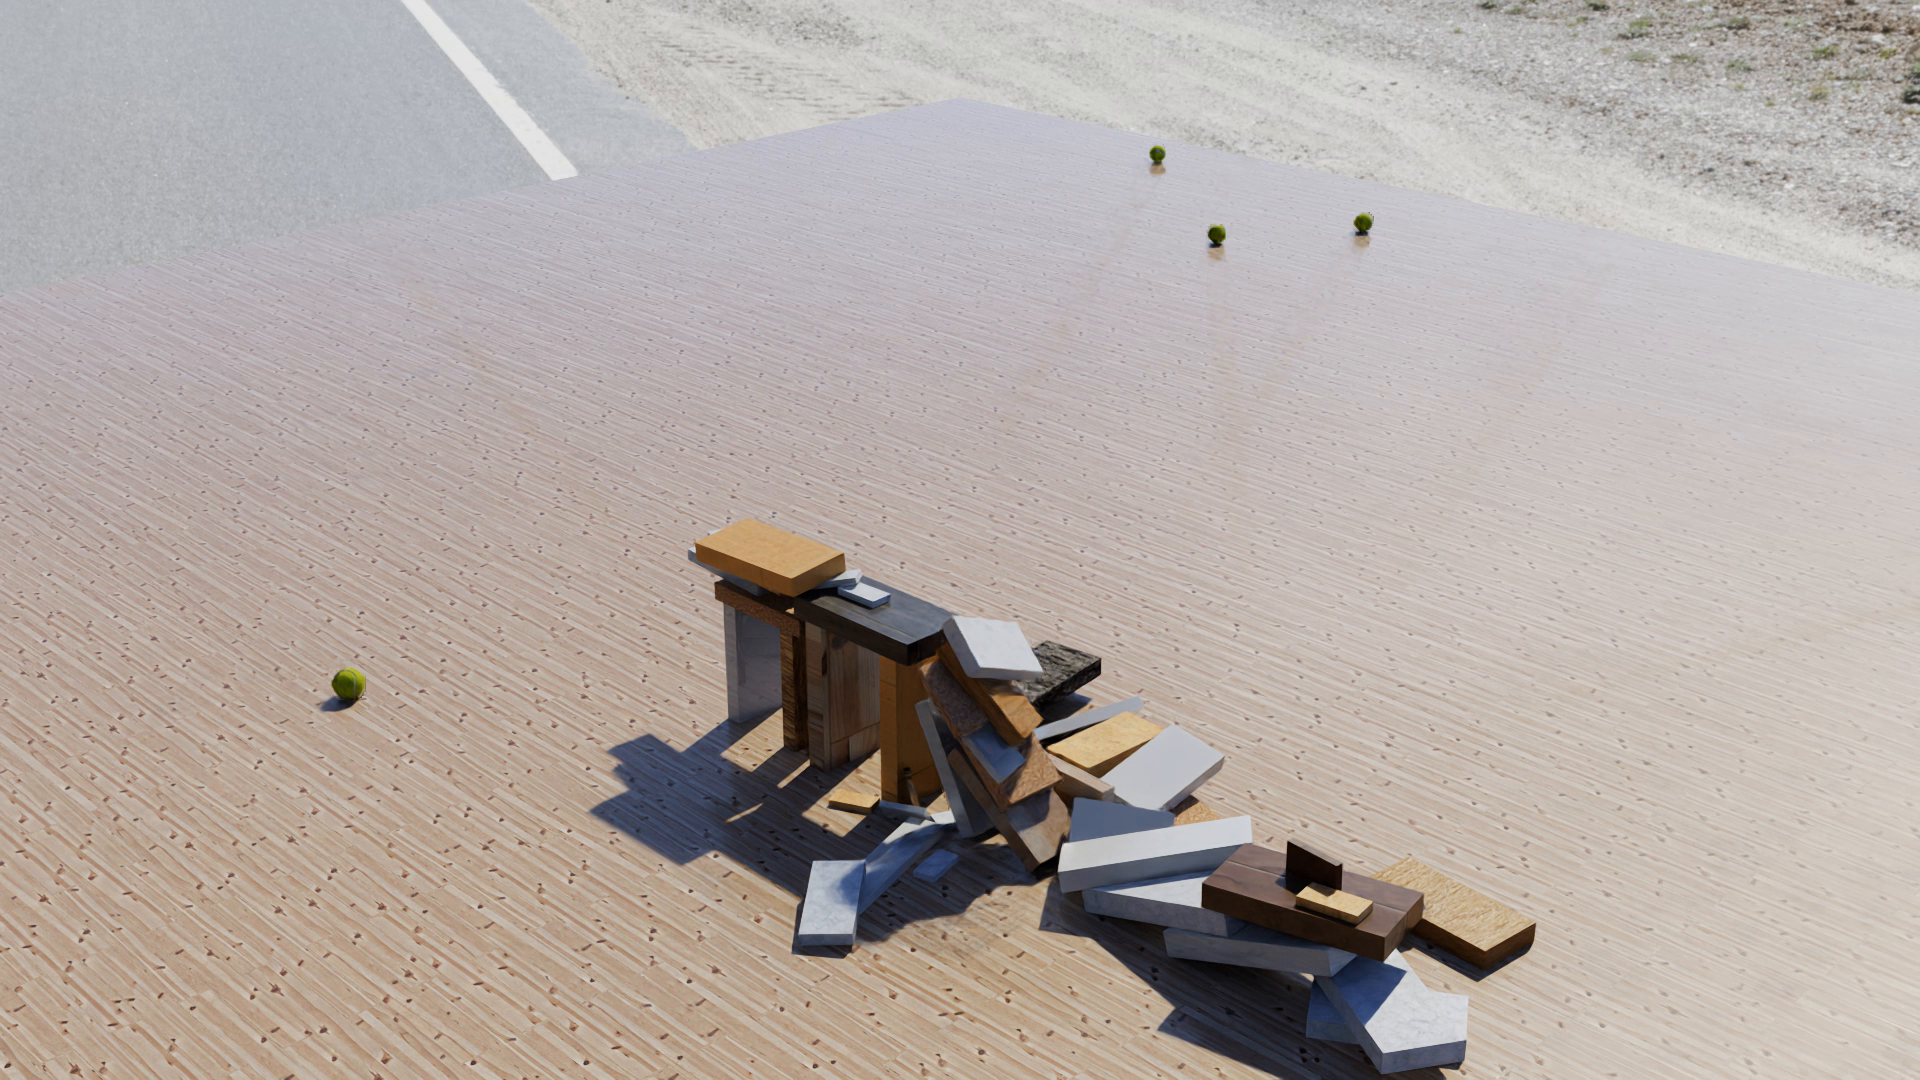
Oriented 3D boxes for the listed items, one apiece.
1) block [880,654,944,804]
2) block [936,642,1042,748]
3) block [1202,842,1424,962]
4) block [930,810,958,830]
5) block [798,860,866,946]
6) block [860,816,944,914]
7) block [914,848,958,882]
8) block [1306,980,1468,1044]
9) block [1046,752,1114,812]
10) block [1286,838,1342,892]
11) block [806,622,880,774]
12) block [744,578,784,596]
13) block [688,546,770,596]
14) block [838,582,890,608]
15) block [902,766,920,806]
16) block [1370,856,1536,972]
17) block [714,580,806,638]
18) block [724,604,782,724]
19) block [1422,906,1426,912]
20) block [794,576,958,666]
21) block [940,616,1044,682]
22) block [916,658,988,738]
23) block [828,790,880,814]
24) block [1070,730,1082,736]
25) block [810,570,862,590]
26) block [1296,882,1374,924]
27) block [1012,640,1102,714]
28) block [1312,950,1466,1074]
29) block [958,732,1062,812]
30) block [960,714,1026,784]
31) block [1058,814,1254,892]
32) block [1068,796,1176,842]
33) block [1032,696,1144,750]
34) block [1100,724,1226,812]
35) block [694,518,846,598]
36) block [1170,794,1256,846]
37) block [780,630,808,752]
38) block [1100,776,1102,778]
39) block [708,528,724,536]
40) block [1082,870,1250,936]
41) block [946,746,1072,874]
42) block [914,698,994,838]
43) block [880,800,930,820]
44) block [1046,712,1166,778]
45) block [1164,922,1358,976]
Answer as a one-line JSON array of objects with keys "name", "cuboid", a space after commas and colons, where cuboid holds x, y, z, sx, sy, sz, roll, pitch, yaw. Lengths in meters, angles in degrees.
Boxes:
[{"name": "block", "cuboid": [-0.085, 0.365, 4.470, 0.048, 0.337, 0.168, 21, 31, 40]}, {"name": "block", "cuboid": [0.058, 0.284, 4.280, 0.034, 0.238, 0.119, -39, -2, 25]}, {"name": "block", "cuboid": [0.614, 0.629, 3.841, 0.343, 0.049, 0.171, 12, 25, 31]}, {"name": "block", "cuboid": [-0.006, 0.560, 4.423, 0.096, 0.014, 0.048, -9, 25, -20]}, {"name": "block", "cuboid": [-0.236, 0.673, 4.084, 0.099, 0.028, 0.199, -2, 33, 7]}, {"name": "block", "cuboid": [-0.150, 0.632, 4.243, 0.075, 0.021, 0.364, 12, 26, 25]}, {"name": "block", "cuboid": [-0.046, 0.630, 4.258, 0.047, 0.013, 0.094, 13, 26, 28]}, {"name": "block", "cuboid": [0.735, 0.819, 3.782, 0.265, 0.038, 0.133, 5, 24, 12]}, {"name": "block", "cuboid": [0.211, 0.509, 4.409, 0.034, 0.119, 0.238, -19, 30, -38]}, {"name": "block", "cuboid": [0.619, 0.570, 3.845, 0.017, 0.058, 0.117, -16, 26, -35]}, {"name": "block", "cuboid": [-0.241, 0.304, 4.613, 0.048, 0.337, 0.168, 21, 31, 41]}, {"name": "block", "cuboid": [-0.406, 0.065, 4.690, 0.095, 0.027, 0.191, -20, 30, -39]}, {"name": "block", "cuboid": [-0.478, 0.057, 4.778, 0.095, 0.027, 0.258, -19, 29, -37]}, {"name": "block", "cuboid": [-0.196, 0.111, 4.498, 0.102, 0.014, 0.051, 19, 30, 38]}, {"name": "block", "cuboid": [-0.096, 0.510, 4.438, 0.013, 0.094, 0.047, -15, 25, -4]}, {"name": "block", "cuboid": [0.899, 0.690, 4.080, 0.148, 0.042, 0.297, -18, 29, -36]}, {"name": "block", "cuboid": [-0.382, 0.129, 4.695, 0.139, 0.039, 0.278, -21, 31, -41]}, {"name": "block", "cuboid": [-0.447, 0.249, 4.817, 0.139, 0.278, 0.039, -21, 31, -41]}, {"name": "block", "cuboid": [0.793, 0.698, 4.031, 0.117, 0.017, 0.058, -42, 41, -22]}, {"name": "block", "cuboid": [-0.163, 0.157, 4.467, 0.337, 0.048, 0.168, 21, 31, 40]}, {"name": "block", "cuboid": [0.064, 0.213, 4.305, 0.238, 0.034, 0.119, 9, 47, -57]}, {"name": "block", "cuboid": [-0.016, 0.301, 4.233, 0.075, 0.021, 0.150, -21, 72, -40]}, {"name": "block", "cuboid": [-0.215, 0.533, 4.487, 0.094, 0.013, 0.047, 8, 24, 19]}, {"name": "block", "cuboid": [0.342, 0.452, 4.565, 0.119, 0.034, 0.238, -12, 26, -27]}, {"name": "block", "cuboid": [-0.258, 0.082, 4.541, 0.102, 0.014, 0.051, -7, 18, 13]}, {"name": "block", "cuboid": [0.642, 0.622, 3.768, 0.117, 0.017, 0.058, 14, 26, 34]}, {"name": "block", "cuboid": [0.136, 0.327, 4.826, 0.150, 0.042, 0.401, 17, 28, 34]}, {"name": "block", "cuboid": [0.726, 0.793, 3.742, 0.148, 0.042, 0.297, -6, 24, -13]}, {"name": "block", "cuboid": [0.067, 0.379, 4.311, 0.142, 0.040, 0.283, -21, 74, -41]}, {"name": "block", "cuboid": [0.053, 0.390, 4.252, 0.150, 0.021, 0.075, 51, 47, 5]}, {"name": "block", "cuboid": [0.371, 0.591, 4.144, 0.365, 0.042, 0.149, -10, 12, 8]}, {"name": "block", "cuboid": [0.313, 0.566, 4.272, 0.199, 0.028, 0.099, 10, 67, -1]}, {"name": "block", "cuboid": [0.196, 0.415, 4.642, 0.434, 0.099, 0.028, -14, 66, -34]}, {"name": "block", "cuboid": [0.403, 0.475, 4.434, 0.133, 0.038, 0.266, 31, 41, 28]}, {"name": "block", "cuboid": [-0.398, 0.034, 4.597, 0.300, 0.042, 0.150, 19, 33, 40]}, {"name": "block", "cuboid": [0.521, 0.625, 4.238, 0.133, 0.038, 0.471, -12, 26, -26]}, {"name": "block", "cuboid": [-0.315, 0.301, 4.696, 0.039, 0.278, 0.139, 22, 31, 41]}, {"name": "block", "cuboid": [0.355, 0.480, 4.586, 0.239, 0.034, 0.119, 8, 24, 18]}, {"name": "block", "cuboid": [-0.462, 0.018, 4.733, 0.095, 0.027, 0.191, -12, 26, -27]}, {"name": "block", "cuboid": [0.408, 0.650, 4.047, 0.171, 0.049, 0.343, -22, 15, -41]}, {"name": "block", "cuboid": [0.113, 0.505, 4.316, 0.142, 0.040, 0.283, -22, 67, -41]}, {"name": "block", "cuboid": [0.019, 0.436, 4.389, 0.142, 0.283, 0.040, -22, 3, -41]}, {"name": "block", "cuboid": [-0.111, 0.546, 4.413, 0.096, 0.048, 0.014, 8, 60, 17]}, {"name": "block", "cuboid": [0.305, 0.426, 4.541, 0.238, 0.034, 0.119, -20, 30, -39]}, {"name": "block", "cuboid": [0.553, 0.700, 3.912, 0.343, 0.049, 0.171, -2, 16, 41]}]
